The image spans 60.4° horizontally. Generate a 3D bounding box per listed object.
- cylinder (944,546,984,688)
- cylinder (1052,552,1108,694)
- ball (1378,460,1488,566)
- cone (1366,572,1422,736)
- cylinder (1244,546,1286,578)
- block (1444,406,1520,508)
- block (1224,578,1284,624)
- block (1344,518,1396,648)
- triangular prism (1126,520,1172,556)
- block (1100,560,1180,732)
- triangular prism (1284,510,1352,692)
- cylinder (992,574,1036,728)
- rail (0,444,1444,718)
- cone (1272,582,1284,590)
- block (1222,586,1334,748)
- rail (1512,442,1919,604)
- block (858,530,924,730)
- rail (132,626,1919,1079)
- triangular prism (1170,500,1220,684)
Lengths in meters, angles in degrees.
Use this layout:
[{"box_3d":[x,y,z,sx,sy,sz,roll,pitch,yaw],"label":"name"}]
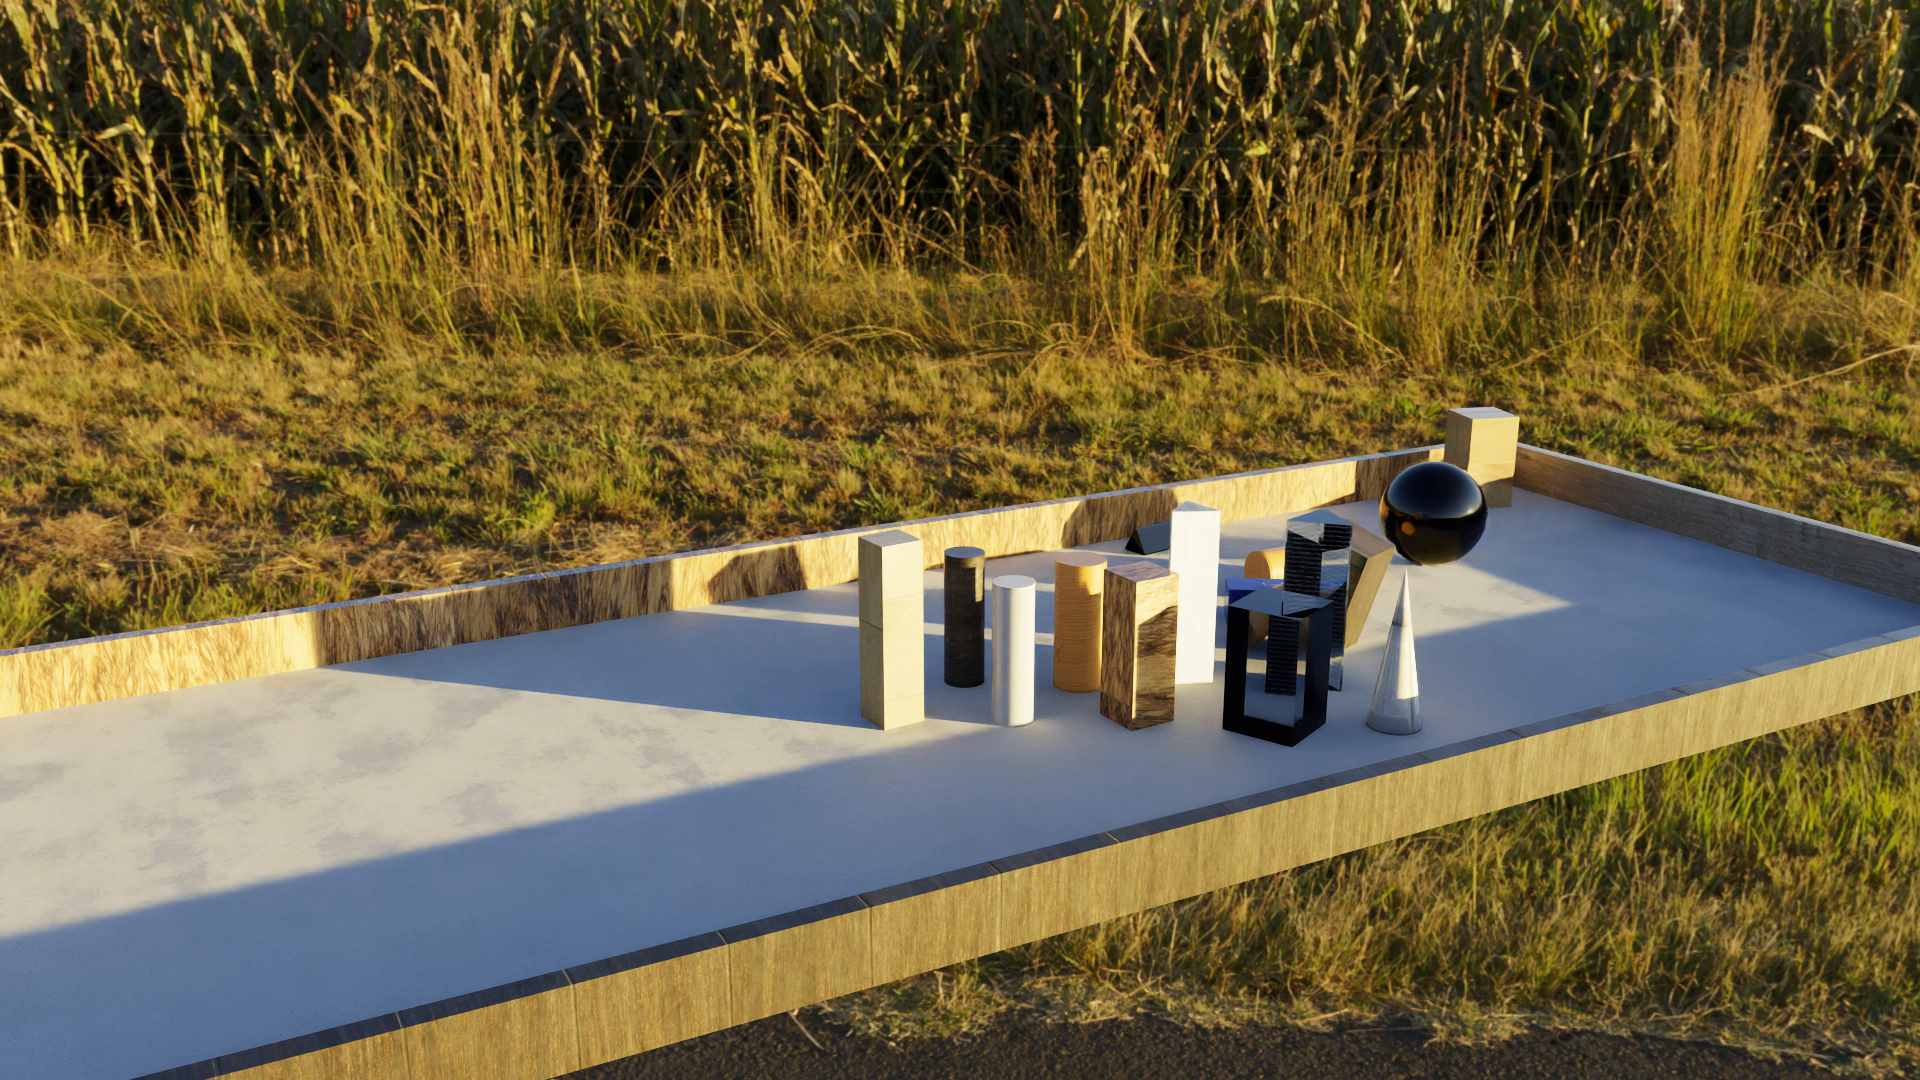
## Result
[{"box_3d":[0.011,0.192,4.104,0.102,0.338,0.102,0,16,0],"label":"cylinder"},{"box_3d":[0.296,0.203,4.082,0.127,0.327,0.127,0,16,0],"label":"cylinder"},{"box_3d":[1.453,-0.083,5.069,0.321,0.321,0.321,0,16,0],"label":"ball"},{"box_3d":[1.019,0.248,3.821,0.127,0.389,0.127,0,16,0],"label":"cone"},{"box_3d":[1.036,0.076,4.857,0.382,0.134,0.134,-7,18,-23],"label":"cylinder"},{"box_3d":[1.815,-0.287,5.765,0.175,0.320,0.175,-3,17,-12],"label":"block"},{"box_3d":[0.896,0.174,4.578,0.311,0.105,0.105,1,16,3],"label":"block"},{"box_3d":[0.993,0.125,4.333,0.152,0.304,0.152,33,33,31],"label":"block"},{"box_3d":[0.672,-0.026,5.298,0.302,0.078,0.090,-13,21,-37],"label":"triangular prism"},{"box_3d":[0.420,0.247,3.870,0.124,0.364,0.124,-10,19,-31],"label":"block"},{"box_3d":[0.887,0.145,4.104,0.155,0.427,0.134,5,17,16],"label":"triangular prism"},{"box_3d":[0.124,0.260,3.864,0.101,0.342,0.101,0,16,0],"label":"cylinder"},{"box_3d":[-3.305,0.497,3.399,12.000,0.150,0.050,-9,18,-27],"label":"rail"},{"box_3d":[0.960,0.116,4.486,0.443,0.127,0.127,-29,27,-21],"label":"cone"},{"box_3d":[0.737,0.291,3.826,0.178,0.305,0.178,12,20,35],"label":"block"},{"box_3d":[2.466,-0.048,5.253,0.050,0.150,2.100,-9,18,-27],"label":"rail"},{"box_3d":[-0.161,0.209,3.853,0.109,0.445,0.109,-11,20,-33],"label":"block"},{"box_3d":[-2.336,1.006,1.665,12.000,0.150,0.050,-9,18,-27],"label":"rail"},{"box_3d":[0.570,0.130,4.119,0.120,0.447,0.104,-1,16,-4],"label":"triangular prism"}]
